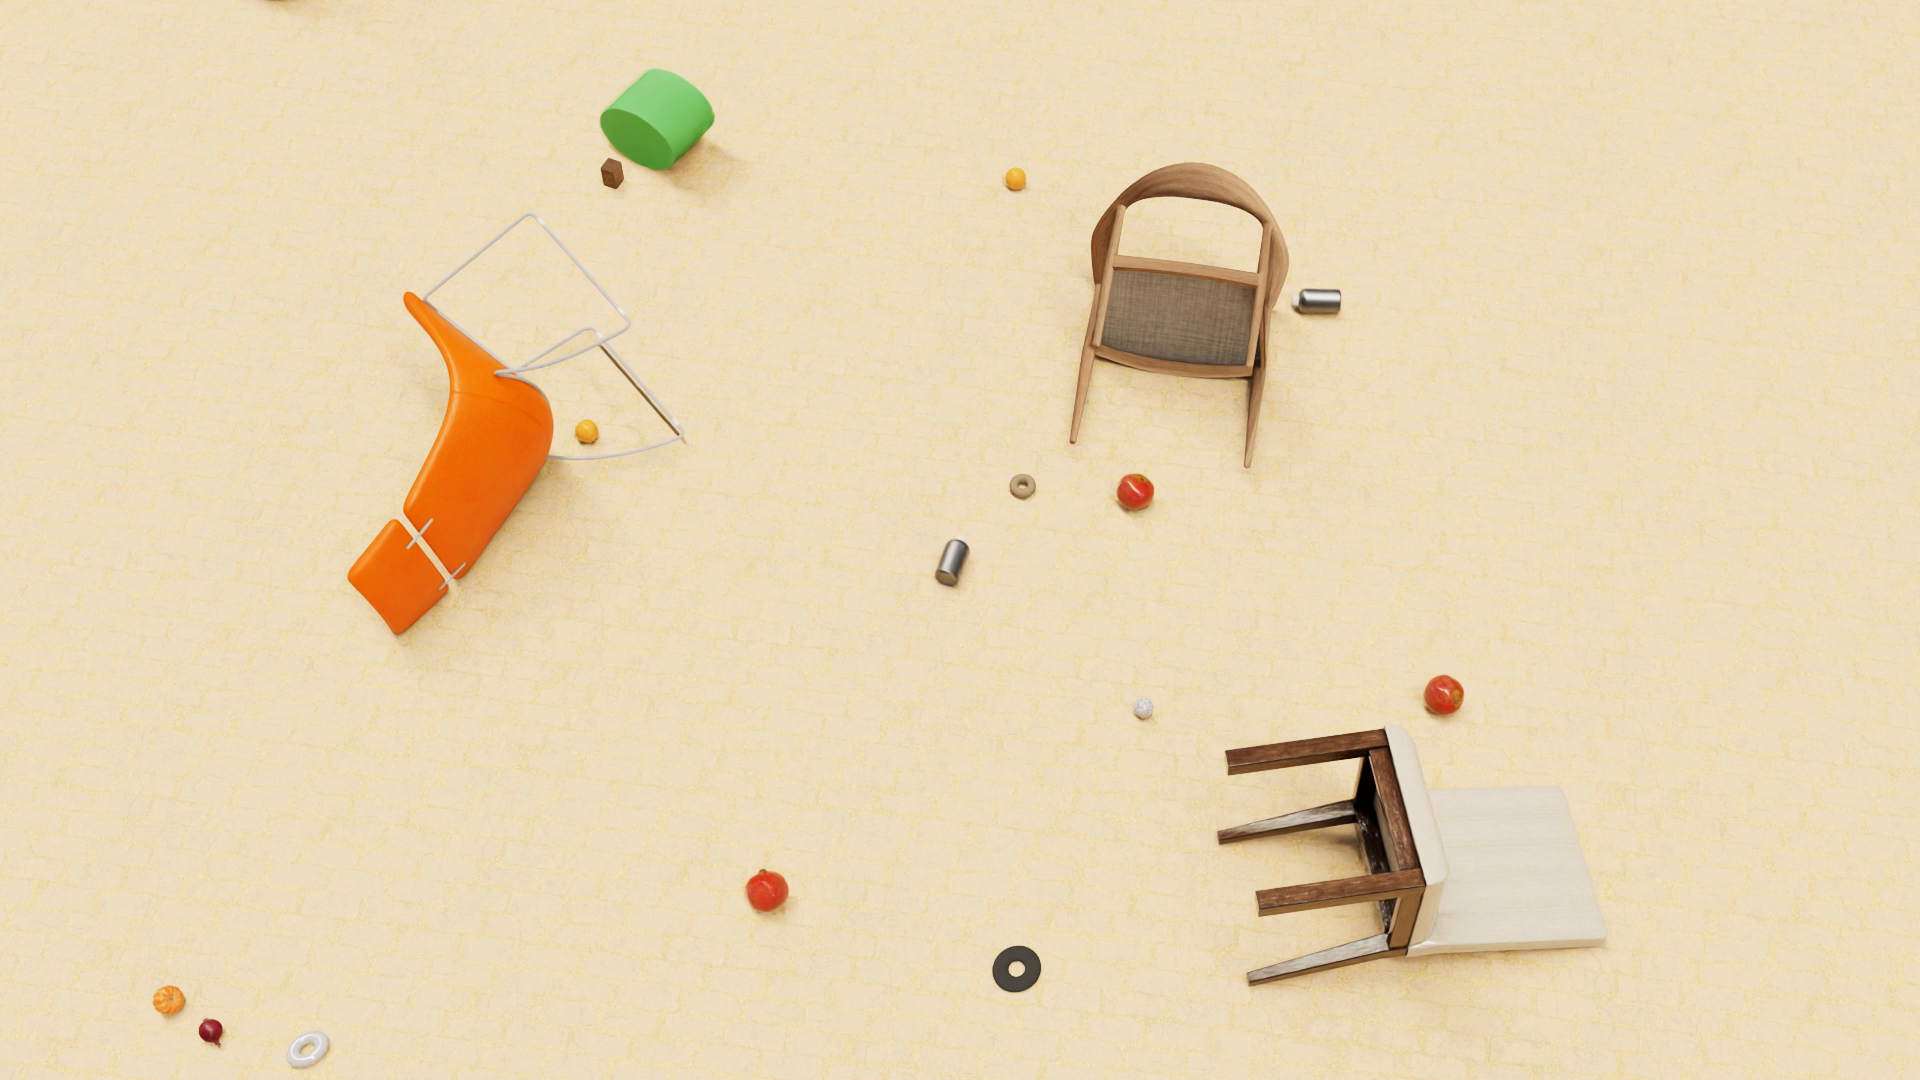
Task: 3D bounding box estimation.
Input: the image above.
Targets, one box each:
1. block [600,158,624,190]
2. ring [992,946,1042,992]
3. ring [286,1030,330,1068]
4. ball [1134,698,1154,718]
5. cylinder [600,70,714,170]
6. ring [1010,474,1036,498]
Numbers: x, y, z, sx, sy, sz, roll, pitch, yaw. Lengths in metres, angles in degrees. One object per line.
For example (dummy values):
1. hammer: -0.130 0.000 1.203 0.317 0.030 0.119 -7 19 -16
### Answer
1. block: -1.161 -1.224 7.346 0.050 0.081 0.054 21 59 13
2. ring: 0.150 1.132 5.805 0.125 0.016 0.137 35 63 21
3. ring: -1.684 1.314 5.675 0.116 0.029 0.089 -31 61 -20
4. ball: 0.520 0.475 6.221 0.057 0.057 0.057 0 56 0
5. cylinder: -1.014 -1.409 7.371 0.318 0.243 0.222 22 58 29
6. ring: 0.190 -0.164 6.665 0.080 0.033 0.083 -6 58 -3
